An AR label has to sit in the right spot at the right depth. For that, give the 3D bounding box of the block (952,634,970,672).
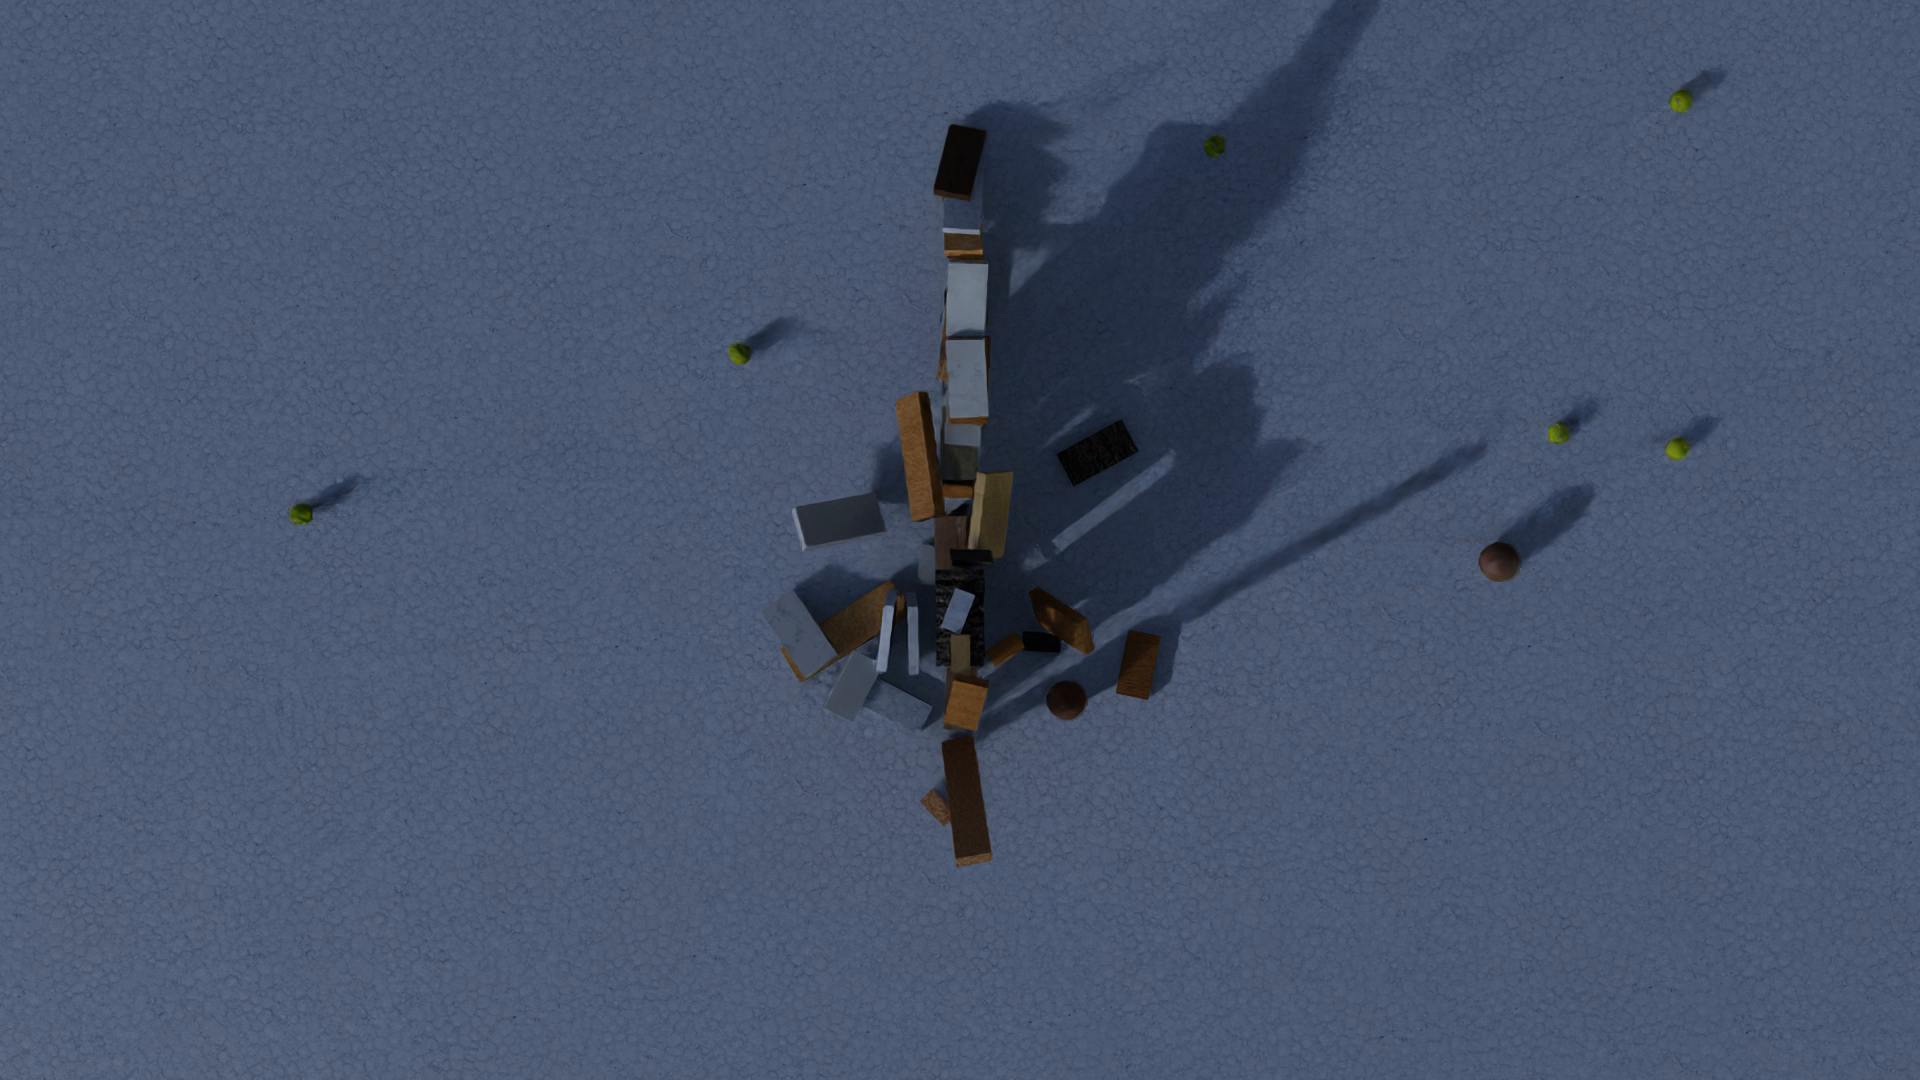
[{"bbox_3d":[0.002,0.352,5.138,0.059,0.017,0.119,0,101,0],"label":"block"}]

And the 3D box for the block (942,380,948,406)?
[{"bbox_3d":[0.003,-0.483,5.398,0.123,0.246,0.035,0,47,0],"label":"block"}]

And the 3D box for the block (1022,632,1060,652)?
[{"bbox_3d":[0.272,0.339,5.491,0.126,0.018,0.063,4,90,0],"label":"block"}]

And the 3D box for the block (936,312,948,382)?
[{"bbox_3d":[-0.003,-0.611,5.206,0.115,0.033,0.229,8,113,-1],"label":"block"}]

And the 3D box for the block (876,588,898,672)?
[{"bbox_3d":[-0.237,0.294,5.373,0.034,0.121,0.242,8,115,1],"label":"block"}]

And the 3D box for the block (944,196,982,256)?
[{"bbox_3d":[0.008,-1.061,5.450,0.122,0.035,0.245,-2,74,0],"label":"block"}]

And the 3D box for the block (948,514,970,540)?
[{"bbox_3d":[0.001,-0.042,5.400,0.099,0.199,0.028,16,101,0],"label":"block"}]

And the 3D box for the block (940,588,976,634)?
[{"bbox_3d":[-0.006,0.221,5.145,0.066,0.019,0.131,21,90,0],"label":"block"}]

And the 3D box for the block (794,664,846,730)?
[{"bbox_3d":[-0.436,0.521,5.485,0.216,0.031,0.108,-39,90,0],"label":"block"}]

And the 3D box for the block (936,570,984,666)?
[{"bbox_3d":[0.000,0.244,5.176,0.151,0.043,0.302,0,90,0],"label":"block"}]

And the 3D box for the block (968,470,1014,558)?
[{"bbox_3d":[0.096,-0.081,5.287,0.040,0.140,0.280,16,105,37],"label":"block"}]

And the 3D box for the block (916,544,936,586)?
[{"bbox_3d":[-0.103,0.083,5.491,0.066,0.019,0.131,9,90,0],"label":"block"}]

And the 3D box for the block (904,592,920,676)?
[{"bbox_3d":[-0.157,0.306,5.400,0.034,0.121,0.242,-2,110,-5],"label":"block"}]

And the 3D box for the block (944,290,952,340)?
[{"bbox_3d":[0.016,-0.665,5.145,0.115,0.033,0.229,-2,114,2],"label":"block"}]

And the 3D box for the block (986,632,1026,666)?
[{"bbox_3d":[0.151,0.363,5.481,0.119,0.017,0.059,-34,75,3],"label":"block"}]

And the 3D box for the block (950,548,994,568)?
[{"bbox_3d":[0.039,0.057,5.211,0.131,0.066,0.019,3,122,-6],"label":"block"}]

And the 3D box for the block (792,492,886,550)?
[{"bbox_3d":[-0.395,-0.062,5.414,0.280,0.040,0.140,-11,75,-22],"label":"block"}]

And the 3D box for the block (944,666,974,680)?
[{"bbox_3d":[-0.004,0.435,5.400,0.099,0.199,0.028,-3,91,0],"label":"block"}]

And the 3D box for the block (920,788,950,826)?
[{"bbox_3d":[-0.072,0.892,5.492,0.059,0.017,0.119,-44,90,0],"label":"block"}]

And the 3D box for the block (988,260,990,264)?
[{"bbox_3d":[0.019,-0.810,5.482,0.124,0.035,0.248,8,90,0],"label":"block"}]

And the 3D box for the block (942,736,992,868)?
[{"bbox_3d":[0.017,0.809,5.178,0.107,0.688,0.030,-11,113,0],"label":"block"}]

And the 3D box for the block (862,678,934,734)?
[{"bbox_3d":[-0.209,0.550,5.485,0.216,0.031,0.108,28,90,0],"label":"block"}]

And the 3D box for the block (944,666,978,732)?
[{"bbox_3d":[0.002,0.509,5.287,0.099,0.028,0.199,3,90,0],"label":"block"}]

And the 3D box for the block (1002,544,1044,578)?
[{"bbox_3d":[0.213,0.068,5.491,0.126,0.018,0.063,-27,90,0],"label":"block"}]

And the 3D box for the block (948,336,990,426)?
[{"bbox_3d":[0.030,-0.499,5.151,0.120,0.034,0.274,2,102,0],"label":"block"}]

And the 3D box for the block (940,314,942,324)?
[{"bbox_3d":[0.002,-0.634,5.396,0.123,0.246,0.035,-2,49,0],"label":"block"}]

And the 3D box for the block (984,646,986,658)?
[{"bbox_3d":[0.005,0.356,5.349,0.151,0.302,0.043,-5,90,0],"label":"block"}]

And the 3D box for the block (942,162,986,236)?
[{"bbox_3d":[0.015,-1.127,5.432,0.122,0.035,0.245,4,74,2],"label":"block"}]

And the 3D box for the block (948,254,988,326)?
[{"bbox_3d":[0.024,-0.818,5.400,0.124,0.035,0.248,-2,67,0],"label":"block"}]

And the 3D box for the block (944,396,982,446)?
[{"bbox_3d":[0.014,-0.414,5.211,0.115,0.033,0.230,4,93,0],"label":"block"}]

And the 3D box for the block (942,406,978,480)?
[{"bbox_3d":[-0.001,-0.308,5.249,0.117,0.033,0.235,0,90,0],"label":"block"}]

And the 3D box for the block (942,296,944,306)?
[{"bbox_3d":[0.003,-0.652,5.276,0.123,0.035,0.246,0,92,0],"label":"block"}]

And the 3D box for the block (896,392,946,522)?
[{"bbox_3d":[-0.127,-0.265,5.273,0.040,0.140,0.398,-6,86,-33],"label":"block"}]

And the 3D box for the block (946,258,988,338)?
[{"bbox_3d":[0.021,-0.741,5.056,0.120,0.034,0.240,2,122,-1],"label":"block"}]

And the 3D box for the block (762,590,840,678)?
[{"bbox_3d":[-0.529,0.309,5.445,0.131,0.037,0.263,-35,81,0],"label":"block"}]

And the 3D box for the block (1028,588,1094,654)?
[{"bbox_3d":[0.330,0.262,5.358,0.037,0.263,0.131,-32,127,-21],"label":"block"}]

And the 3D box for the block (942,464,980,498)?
[{"bbox_3d":[0.002,-0.191,5.383,0.117,0.235,0.033,0,72,0],"label":"block"}]

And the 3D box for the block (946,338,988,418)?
[{"bbox_3d":[0.023,-0.502,5.116,0.120,0.034,0.240,-3,102,1],"label":"block"}]

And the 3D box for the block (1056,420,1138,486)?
[{"bbox_3d":[0.457,-0.290,5.483,0.242,0.034,0.121,-28,90,0],"label":"block"}]

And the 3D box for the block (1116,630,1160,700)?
[{"bbox_3d":[0.593,0.415,5.485,0.107,0.030,0.214,12,90,0],"label":"block"}]

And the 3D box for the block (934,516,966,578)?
[{"bbox_3d":[-0.031,0.024,5.285,0.099,0.028,0.199,0,90,0],"label":"block"}]

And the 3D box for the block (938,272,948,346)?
[{"bbox_3d":[0.008,-0.733,5.238,0.124,0.035,0.248,7,92,0],"label":"block"}]

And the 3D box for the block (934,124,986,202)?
[{"bbox_3d":[0.000,-1.243,5.430,0.122,0.035,0.245,12,74,4],"label":"block"}]

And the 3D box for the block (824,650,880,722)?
[{"bbox_3d":[-0.351,0.480,5.448,0.107,0.030,0.214,28,92,-10],"label":"block"}]

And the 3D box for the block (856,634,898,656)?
[{"bbox_3d":[-0.279,0.346,5.490,0.133,0.018,0.063,-23,89,0],"label":"block"}]

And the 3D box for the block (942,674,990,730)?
[{"bbox_3d":[0.018,0.511,5.186,0.108,0.031,0.216,14,135,0],"label":"block"}]

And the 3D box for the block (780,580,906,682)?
[{"bbox_3d":[-0.378,0.303,5.471,0.432,0.037,0.131,-32,81,0],"label":"block"}]
